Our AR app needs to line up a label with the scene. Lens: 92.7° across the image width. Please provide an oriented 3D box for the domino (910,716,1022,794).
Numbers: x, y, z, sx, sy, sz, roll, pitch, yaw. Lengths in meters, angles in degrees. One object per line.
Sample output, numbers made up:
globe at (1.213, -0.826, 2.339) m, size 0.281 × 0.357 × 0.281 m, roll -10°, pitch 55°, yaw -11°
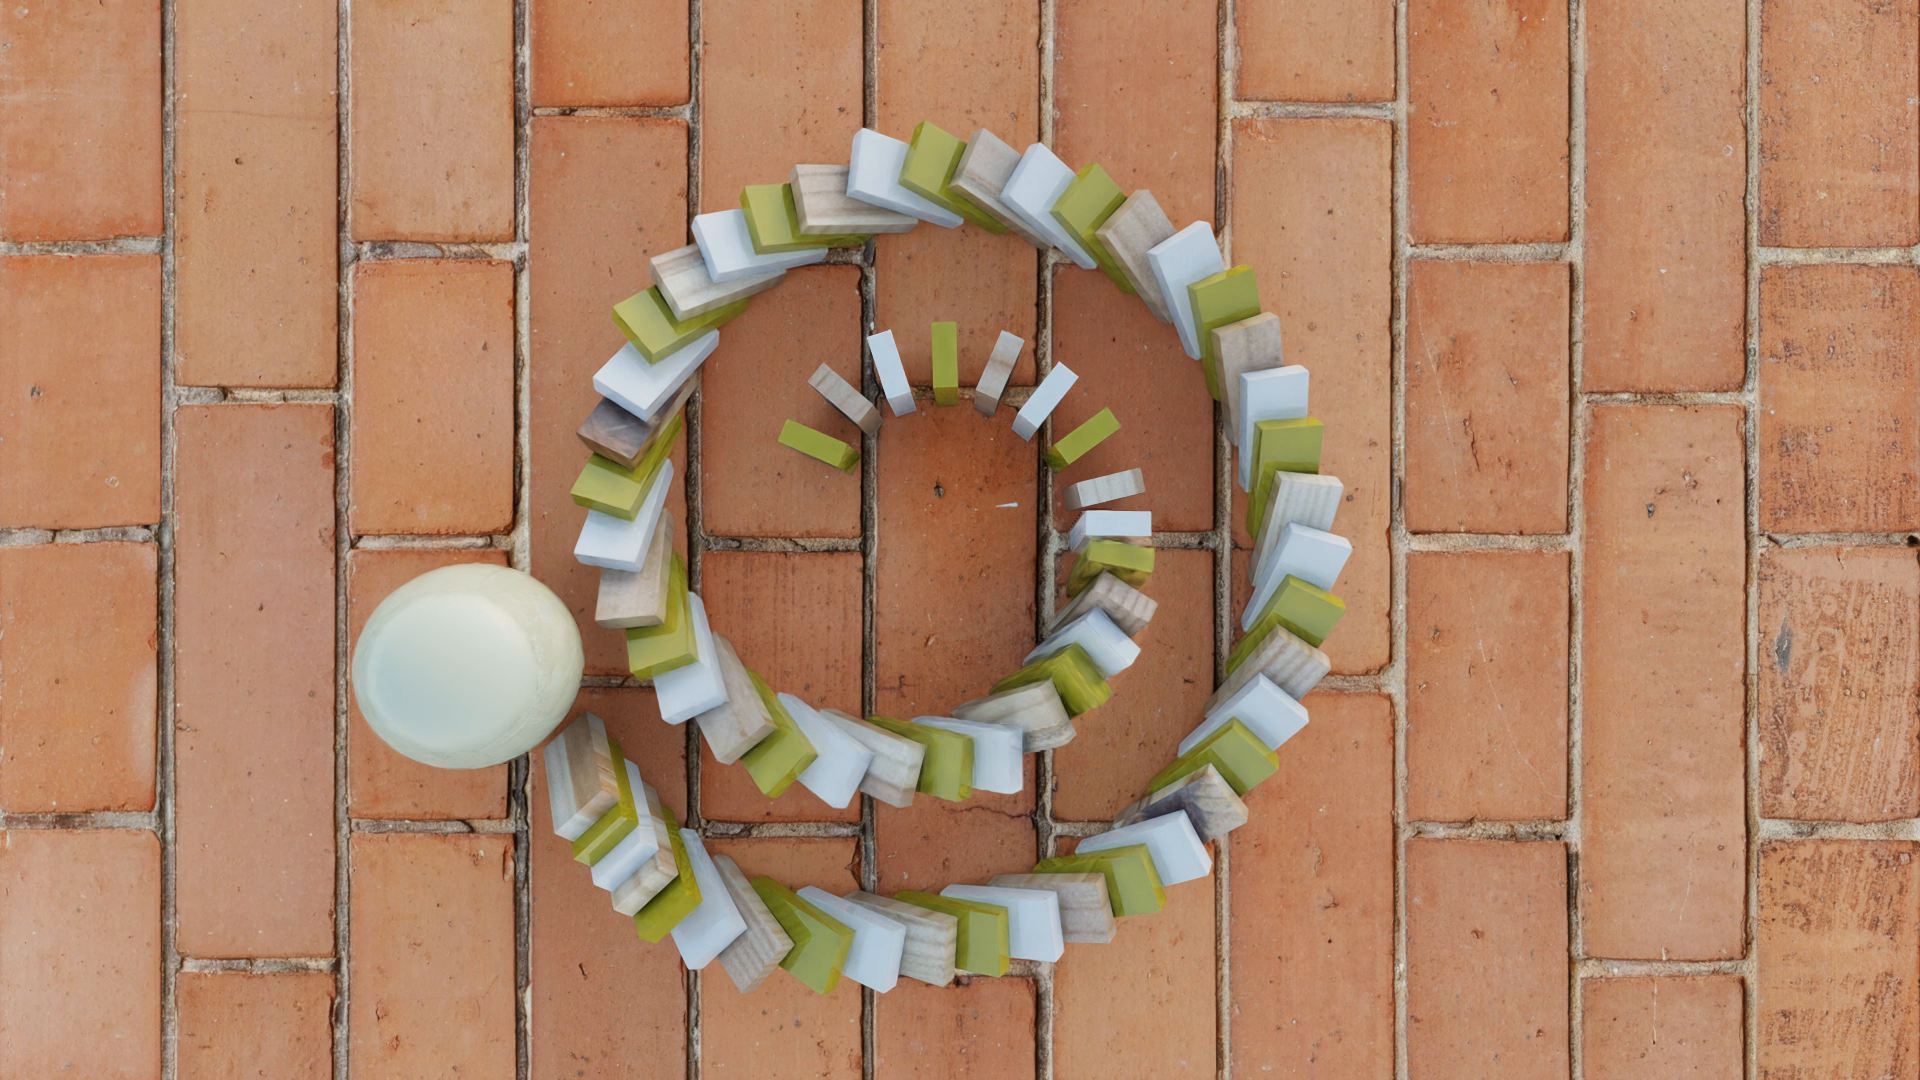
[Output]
domino at (0.002, 0.089, 0.382) m, size 0.050 × 0.010 × 0.025 m, roll -1°, pitch 90°, yaw 35°

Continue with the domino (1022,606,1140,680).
domino at (0.049, 0.048, 0.378) m, size 0.025 × 0.050 × 0.009 m, roll 45°, pitch 51°, yaw 0°

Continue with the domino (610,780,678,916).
domino at (-0.134, 0.126, 0.378) m, size 0.025 × 0.050 × 0.009 m, roll -42°, pitch 130°, yaw 0°

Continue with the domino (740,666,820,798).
domino at (-0.083, 0.080, 0.383) m, size 0.025 × 0.009 × 0.050 m, roll -46°, pitch 61°, yaw 1°

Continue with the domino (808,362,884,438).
domino at (-0.046, -0.056, 0.375) m, size 0.025 × 0.050 × 0.010 m, roll 40°, pitch 90°, yaw 0°

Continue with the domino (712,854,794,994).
domino at (-0.094, 0.160, 0.384) m, size 0.050 × 0.009 × 0.025 m, roll 41°, pitch 90°, yaw 29°

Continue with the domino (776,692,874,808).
domino at (-0.062, 0.087, 0.383) m, size 0.050 × 0.010 × 0.025 m, roll 28°, pitch 90°, yaw 30°

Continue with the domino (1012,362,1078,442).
domino at (0.034, -0.055, 0.375) m, size 0.010 × 0.050 × 0.025 m, roll 39°, pitch 90°, yaw 0°

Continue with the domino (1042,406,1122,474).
domino at (0.049, -0.040, 0.375) m, size 0.025 × 0.050 × 0.010 m, roll -36°, pitch 90°, yaw 0°

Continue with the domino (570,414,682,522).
domino at (-0.139, -0.034, 0.384) m, size 0.025 × 0.009 × 0.050 m, roll 17°, pitch 61°, yaw 0°

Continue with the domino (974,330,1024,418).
domino at (0.015, -0.067, 0.375) m, size 0.009 × 0.050 × 0.025 m, roll 24°, pitch 90°, yaw 0°

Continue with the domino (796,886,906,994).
domino at (-0.048, 0.167, 0.384) m, size 0.050 × 0.010 × 0.025 m, roll 10°, pitch 90°, yaw 28°

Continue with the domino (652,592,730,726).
domino at (-0.116, 0.049, 0.384) m, size 0.025 × 0.009 × 0.050 m, roll -24°, pitch 62°, yaw 0°

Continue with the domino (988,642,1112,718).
domino at (0.036, 0.063, 0.379) m, size 0.025 × 0.009 × 0.050 m, roll 54°, pitch 134°, yaw 0°

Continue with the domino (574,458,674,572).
domino at (-0.140, -0.012, 0.384) m, size 0.025 × 0.009 × 0.050 m, roll 9°, pitch 62°, yaw 0°

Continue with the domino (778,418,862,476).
domino at (-0.056, -0.037, 0.375) m, size 0.025 × 0.050 × 0.010 m, roll 23°, pitch 90°, yaw 0°

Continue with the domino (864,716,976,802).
domino at (-0.018, 0.091, 0.383) m, size 0.050 × 0.009 × 0.025 m, roll 5°, pitch 90°, yaw 33°

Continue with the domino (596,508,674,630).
domino at (-0.135, 0.012, 0.383) m, size 0.025 × 0.010 × 0.050 m, roll -5°, pitch 61°, yaw 2°

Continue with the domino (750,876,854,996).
domino at (-0.070, 0.165, 0.384) m, size 0.050 × 0.009 × 0.025 m, roll 19°, pitch 90°, yaw 29°

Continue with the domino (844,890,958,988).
domino at (-0.026, 0.166, 0.384) m, size 0.050 × 0.010 × 0.025 m, roll 3°, pitch 90°, yaw 27°

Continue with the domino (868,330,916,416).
domino at (-0.027, -0.067, 0.375) m, size 0.010 × 0.050 × 0.025 m, roll -18°, pitch 90°, yaw 0°

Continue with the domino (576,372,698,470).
domino at (-0.134, -0.056, 0.384) m, size 0.025 × 0.010 × 0.050 m, roll 26°, pitch 61°, yaw 0°

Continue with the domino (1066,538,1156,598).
domino at (0.061, 0.014, 0.375) m, size 0.025 × 0.050 × 0.009 m, roll 11°, pitch 70°, yaw 0°

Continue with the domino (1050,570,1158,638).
domino at (0.058, 0.032, 0.376) m, size 0.025 × 0.050 × 0.010 m, roll 32°, pitch 60°, yaw 0°

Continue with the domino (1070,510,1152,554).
domino at (0.060, -0.002, 0.375) m, size 0.025 × 0.050 × 0.009 m, roll 1°, pitch 81°, yaw 0°

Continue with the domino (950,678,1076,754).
domino at (0.021, 0.076, 0.380) m, size 0.050 × 0.010 × 0.025 m, roll -24°, pitch 90°, yaw 40°

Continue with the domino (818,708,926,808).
domino at (-0.040, 0.090, 0.383) m, size 0.050 × 0.010 × 0.025 m, roll 15°, pitch 90°, yaw 31°

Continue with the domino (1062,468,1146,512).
domino at (0.058, -0.020, 0.375) m, size 0.025 × 0.050 × 0.010 m, roll -14°, pitch 90°, yaw 0°

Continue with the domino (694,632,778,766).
domino at (-0.100, 0.066, 0.384) m, size 0.025 × 0.010 × 0.050 m, roll -38°, pitch 61°, yaw 0°

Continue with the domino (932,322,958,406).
domino at (-0.006, -0.071, 0.375) m, size 0.009 × 0.050 × 0.025 m, roll -2°, pitch 90°, yaw 0°

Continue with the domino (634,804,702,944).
domino at (-0.125, 0.137, 0.379) m, size 0.025 × 0.050 × 0.009 m, roll -42°, pitch 134°, yaw 0°

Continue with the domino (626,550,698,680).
domino at (-0.126, 0.031, 0.384) m, size 0.025 × 0.010 × 0.050 m, roll -18°, pitch 60°, yaw 0°

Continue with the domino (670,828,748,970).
domino at (-0.112, 0.149, 0.383) m, size 0.025 × 0.010 × 0.050 m, roll -42°, pitch 60°, yaw 0°
